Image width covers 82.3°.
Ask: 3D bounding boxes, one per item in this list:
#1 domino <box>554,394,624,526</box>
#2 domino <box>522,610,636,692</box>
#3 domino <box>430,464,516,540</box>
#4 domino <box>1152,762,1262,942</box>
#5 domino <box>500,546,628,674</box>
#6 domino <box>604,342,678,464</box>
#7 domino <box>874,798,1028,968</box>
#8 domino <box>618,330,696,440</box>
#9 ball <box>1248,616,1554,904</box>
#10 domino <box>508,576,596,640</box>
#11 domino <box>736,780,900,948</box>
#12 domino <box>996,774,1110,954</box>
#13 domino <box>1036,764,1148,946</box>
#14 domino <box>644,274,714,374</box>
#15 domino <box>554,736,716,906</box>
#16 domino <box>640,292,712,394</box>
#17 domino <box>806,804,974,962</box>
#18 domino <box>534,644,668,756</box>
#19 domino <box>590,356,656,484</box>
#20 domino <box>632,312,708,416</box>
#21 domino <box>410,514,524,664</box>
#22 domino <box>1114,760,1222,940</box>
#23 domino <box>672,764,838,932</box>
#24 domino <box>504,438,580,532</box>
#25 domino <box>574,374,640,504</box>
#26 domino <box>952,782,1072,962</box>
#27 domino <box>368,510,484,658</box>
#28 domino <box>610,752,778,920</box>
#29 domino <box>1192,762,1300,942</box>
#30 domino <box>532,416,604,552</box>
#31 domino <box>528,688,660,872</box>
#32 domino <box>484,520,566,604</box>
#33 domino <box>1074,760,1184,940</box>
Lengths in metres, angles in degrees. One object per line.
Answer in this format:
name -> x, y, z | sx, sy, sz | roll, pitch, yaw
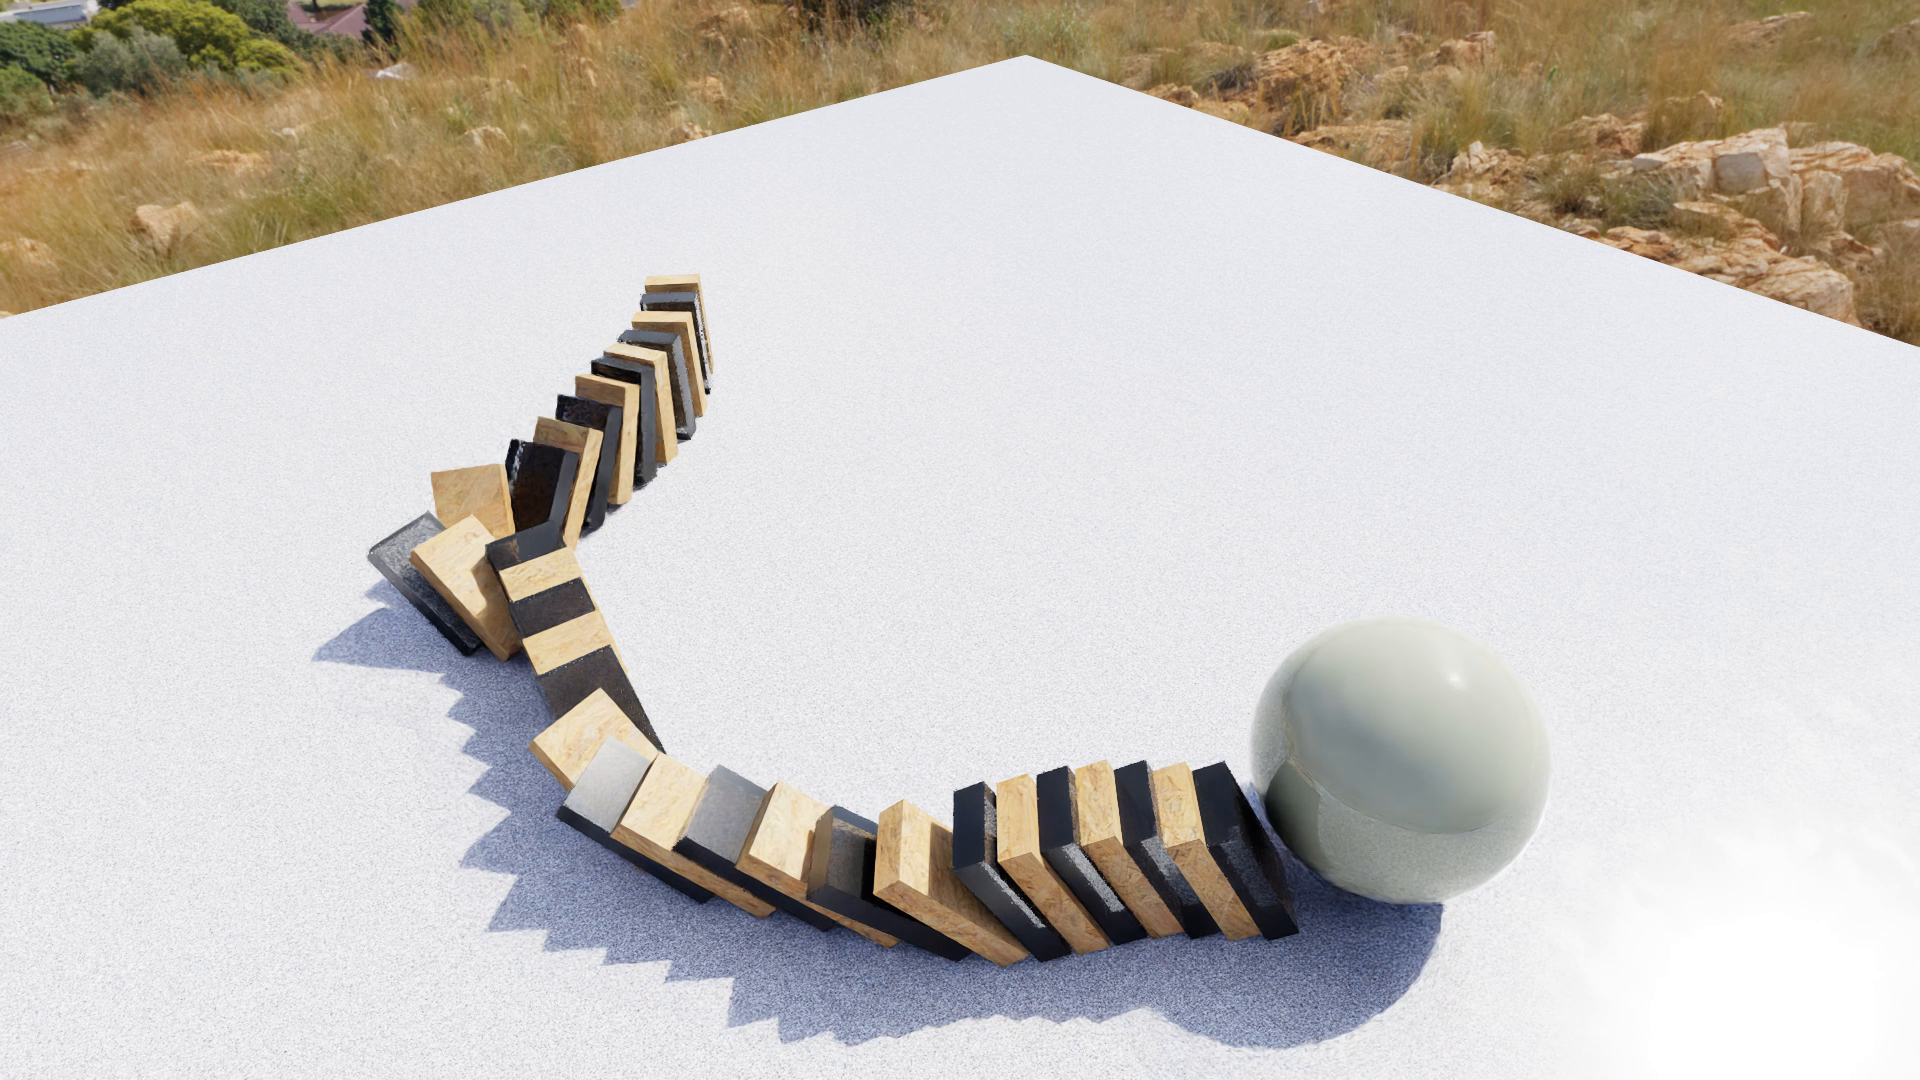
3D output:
domino -> -0.156, -0.033, 0.454 | 0.025, 0.050, 0.009 | 14, 8, 17
domino -> -0.121, 0.051, 0.361 | 0.025, 0.009, 0.050 | -23, 77, -26
domino -> -0.184, -0.002, 0.419 | 0.025, 0.050, 0.009 | -9, -3, -9
domino -> 0.069, 0.087, 0.306 | 0.010, 0.050, 0.025 | -22, 36, 18
domino -> -0.139, 0.030, 0.386 | 0.025, 0.009, 0.050 | -23, 79, -27
domino -> -0.140, -0.060, 0.484 | 0.025, 0.050, 0.010 | 13, 35, 16
domino -> -0.002, 0.094, 0.302 | 0.010, 0.050, 0.025 | -36, 31, 26
domino -> -0.136, -0.069, 0.496 | 0.025, 0.050, 0.009 | 6, 40, 7
ball -> 0.123, 0.062, 0.313 | 0.080, 0.080, 0.080 | 0, 39, 0
domino -> -0.131, 0.040, 0.373 | 0.025, 0.010, 0.050 | -23, 79, -26
domino -> -0.036, 0.092, 0.311 | 0.050, 0.009, 0.025 | 32, 39, -13
domino -> 0.026, 0.090, 0.303 | 0.009, 0.050, 0.025 | -22, 36, 18
domino -> 0.037, 0.088, 0.305 | 0.010, 0.050, 0.025 | -22, 36, 18
domino -> -0.137, -0.105, 0.539 | 0.025, 0.050, 0.009 | -4, 40, -5
domino -> -0.089, 0.082, 0.322 | 0.050, 0.009, 0.025 | 35, 44, -11
domino -> -0.135, -0.093, 0.525 | 0.025, 0.050, 0.009 | -3, 39, -4
domino -> -0.018, 0.095, 0.304 | 0.050, 0.009, 0.025 | 31, 33, -23
domino -> -0.112, 0.061, 0.349 | 0.025, 0.010, 0.050 | -25, 78, -28
domino -> -0.145, -0.051, 0.474 | 0.025, 0.050, 0.009 | 14, 26, 17
domino -> -0.134, -0.081, 0.511 | 0.025, 0.050, 0.009 | 1, 39, 1
domino -> -0.171, 0.018, 0.399 | 0.050, 0.010, 0.025 | 48, 48, -2
domino -> 0.058, 0.087, 0.307 | 0.010, 0.050, 0.025 | -22, 36, 18
domino -> -0.054, 0.088, 0.315 | 0.050, 0.010, 0.025 | 33, 40, -13
domino -> -0.169, -0.013, 0.433 | 0.025, 0.050, 0.010 | 12, -3, 14
domino -> -0.150, -0.043, 0.464 | 0.025, 0.050, 0.009 | 14, 16, 17
domino -> 0.015, 0.091, 0.301 | 0.010, 0.050, 0.025 | -23, 35, 18
domino -> -0.187, 0.016, 0.402 | 0.050, 0.009, 0.025 | 46, 48, -4
domino -> -0.072, 0.085, 0.318 | 0.050, 0.009, 0.025 | 33, 42, -12
domino -> 0.080, 0.087, 0.306 | 0.009, 0.050, 0.025 | -22, 36, 18
domino -> -0.163, -0.023, 0.444 | 0.025, 0.050, 0.009 | 14, 1, 17
domino -> -0.103, 0.072, 0.333 | 0.050, 0.009, 0.025 | 48, 52, -1
domino -> -0.149, 0.020, 0.397 | 0.025, 0.009, 0.050 | -24, 80, -29
domino -> 0.047, 0.087, 0.307 | 0.009, 0.050, 0.025 | -22, 36, 18
